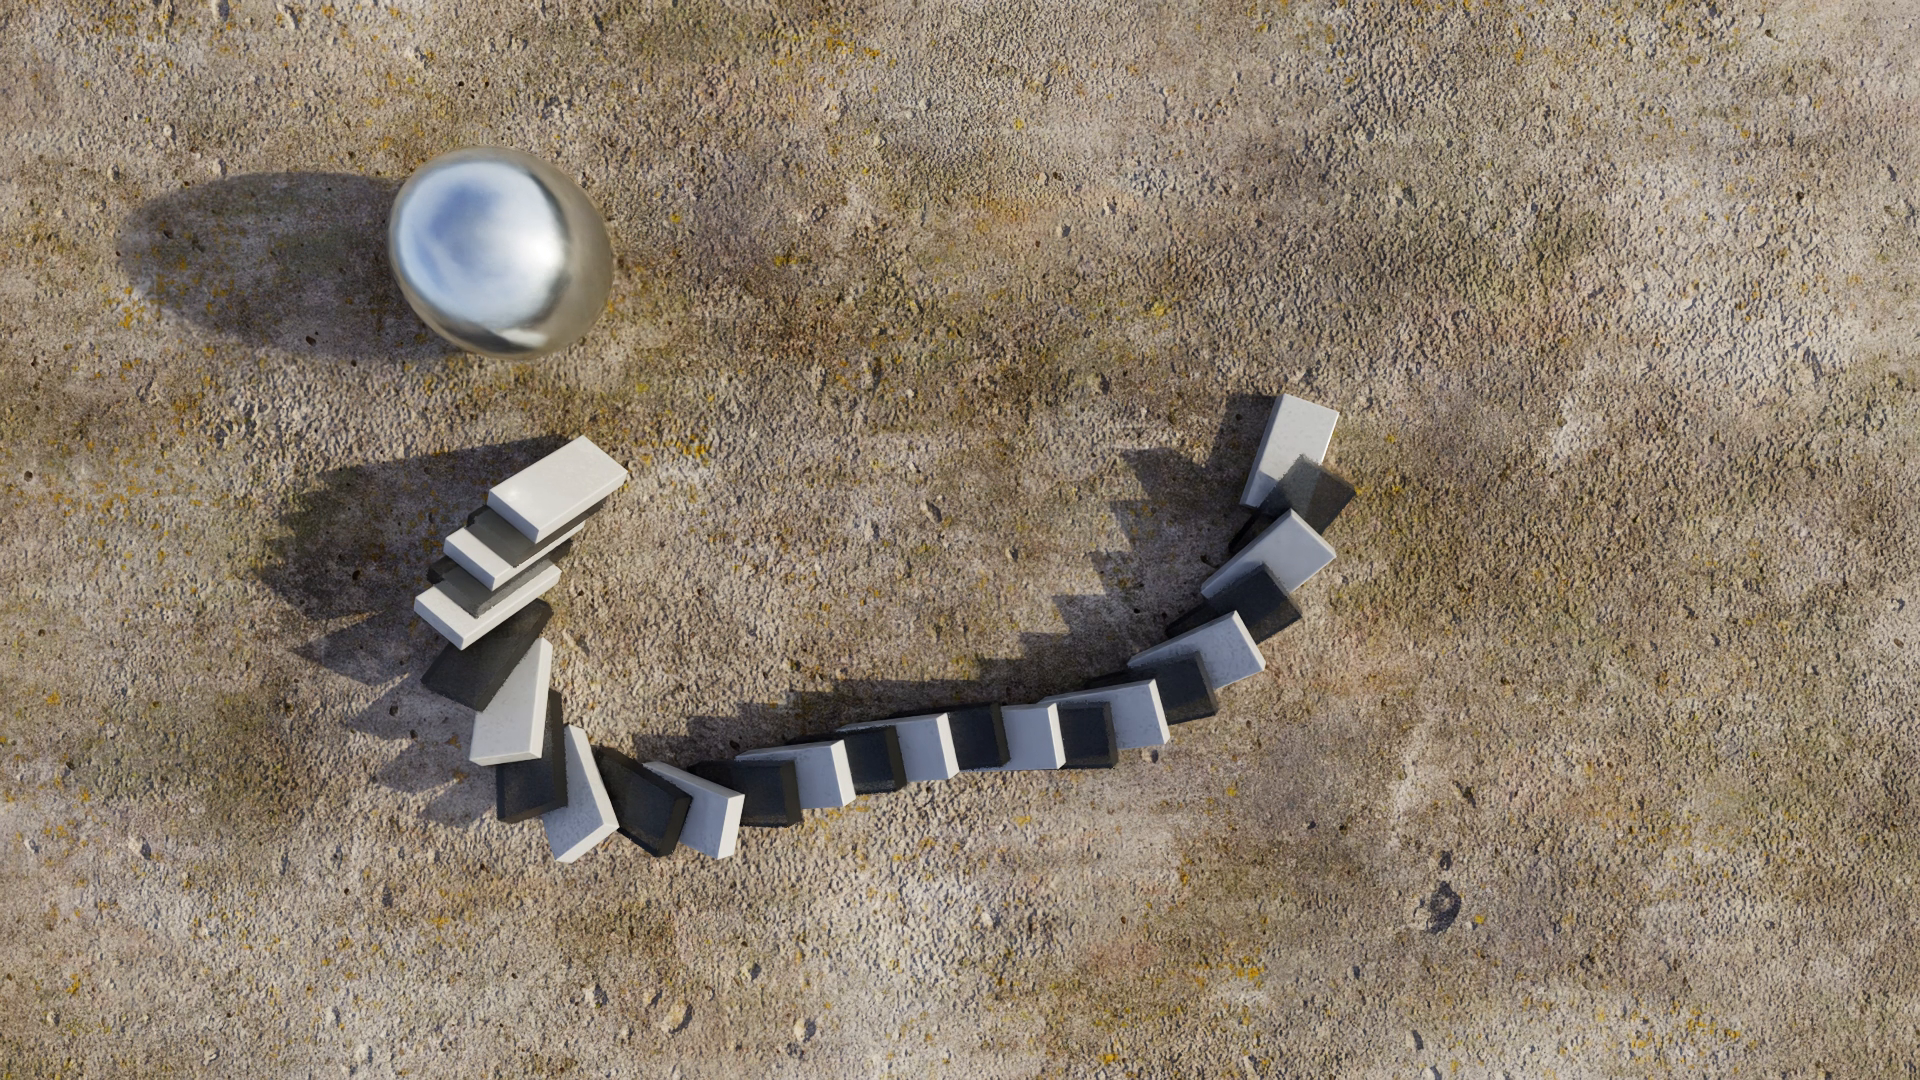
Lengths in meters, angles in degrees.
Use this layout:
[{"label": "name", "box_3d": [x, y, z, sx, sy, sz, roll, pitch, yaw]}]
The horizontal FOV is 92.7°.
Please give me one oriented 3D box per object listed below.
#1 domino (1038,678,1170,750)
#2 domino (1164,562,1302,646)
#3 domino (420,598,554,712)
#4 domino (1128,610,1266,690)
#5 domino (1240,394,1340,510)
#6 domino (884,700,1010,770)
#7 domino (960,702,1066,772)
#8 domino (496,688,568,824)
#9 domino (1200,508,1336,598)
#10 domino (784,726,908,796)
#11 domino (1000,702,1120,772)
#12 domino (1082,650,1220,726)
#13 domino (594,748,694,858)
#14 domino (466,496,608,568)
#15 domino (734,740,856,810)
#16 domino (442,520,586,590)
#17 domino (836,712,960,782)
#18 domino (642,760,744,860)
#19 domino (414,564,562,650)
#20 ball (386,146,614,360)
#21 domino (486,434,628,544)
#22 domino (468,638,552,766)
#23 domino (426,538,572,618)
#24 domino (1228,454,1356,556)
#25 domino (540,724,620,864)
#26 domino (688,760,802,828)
[{"label": "domino", "box_3d": [0.060, 0.075, 0.385, 0.050, 0.010, 0.025, -15, 90, 27]}, {"label": "domino", "box_3d": [0.114, 0.034, 0.385, 0.050, 0.010, 0.025, -38, 90, 25]}, {"label": "domino", "box_3d": [-0.196, 0.044, 0.382, 0.025, 0.009, 0.050, 23, 58, 3]}, {"label": "domino", "box_3d": [0.099, 0.052, 0.384, 0.050, 0.009, 0.025, -30, 90, 27]}, {"label": "domino", "box_3d": [0.142, -0.035, 0.395, 0.025, 0.010, 0.050, 19, 90, 0]}, {"label": "domino", "box_3d": [-0.006, 0.083, 0.385, 0.050, 0.009, 0.025, -12, 90, 26]}, {"label": "domino", "box_3d": [0.018, 0.083, 0.385, 0.050, 0.010, 0.025, -9, 91, 26]}, {"label": "domino", "box_3d": [-0.180, 0.090, 0.383, 0.025, 0.009, 0.050, -19, 61, 2]}, {"label": "domino", "box_3d": [0.129, 0.013, 0.385, 0.025, 0.010, 0.050, 43, 116, -2]}, {"label": "domino", "box_3d": [-0.048, 0.094, 0.385, 0.050, 0.010, 0.025, -12, 90, 26]}, {"label": "domino", "box_3d": [0.039, 0.083, 0.384, 0.050, 0.009, 0.025, -9, 91, 27]}, {"label": "domino", "box_3d": [0.080, 0.066, 0.385, 0.050, 0.009, 0.025, -19, 90, 27]}, {"label": "domino", "box_3d": [-0.137, 0.109, 0.384, 0.050, 0.010, 0.025, 20, 90, 28]}, {"label": "domino", "box_3d": [-0.173, -0.012, 0.378, 0.025, 0.050, 0.009, 39, 131, 0]}, {"label": "domino", "box_3d": [-0.070, 0.100, 0.385, 0.050, 0.010, 0.025, -12, 90, 26]}, {"label": "domino", "box_3d": [-0.182, -0.003, 0.378, 0.025, 0.050, 0.010, 39, 131, 0]}, {"label": "domino", "box_3d": [-0.027, 0.088, 0.385, 0.050, 0.010, 0.025, -12, 90, 26]}, {"label": "domino", "box_3d": [-0.114, 0.112, 0.384, 0.050, 0.010, 0.025, 11, 90, 29]}, {"label": "domino", "box_3d": [-0.194, 0.021, 0.378, 0.025, 0.050, 0.009, 40, 131, 1]}, {"label": "ball", "box_3d": [-0.179, -0.111, 0.360, 0.080, 0.080, 0.080, 0, 90, 0]}, {"label": "domino", "box_3d": [-0.165, -0.022, 0.378, 0.025, 0.050, 0.010, 39, 131, 0]}, {"label": "domino", "box_3d": [-0.187, 0.067, 0.384, 0.025, 0.010, 0.050, -8, 61, 0]}, {"label": "domino", "box_3d": [-0.189, 0.008, 0.378, 0.025, 0.050, 0.009, 39, 131, 0]}, {"label": "domino", "box_3d": [0.139, -0.008, 0.385, 0.025, 0.009, 0.050, 32, 116, -1]}, {"label": "domino", "box_3d": [-0.163, 0.105, 0.383, 0.025, 0.010, 0.050, -37, 59, 2]}, {"label": "domino", "box_3d": [-0.091, 0.106, 0.384, 0.050, 0.010, 0.025, -8, 90, 27]}]
